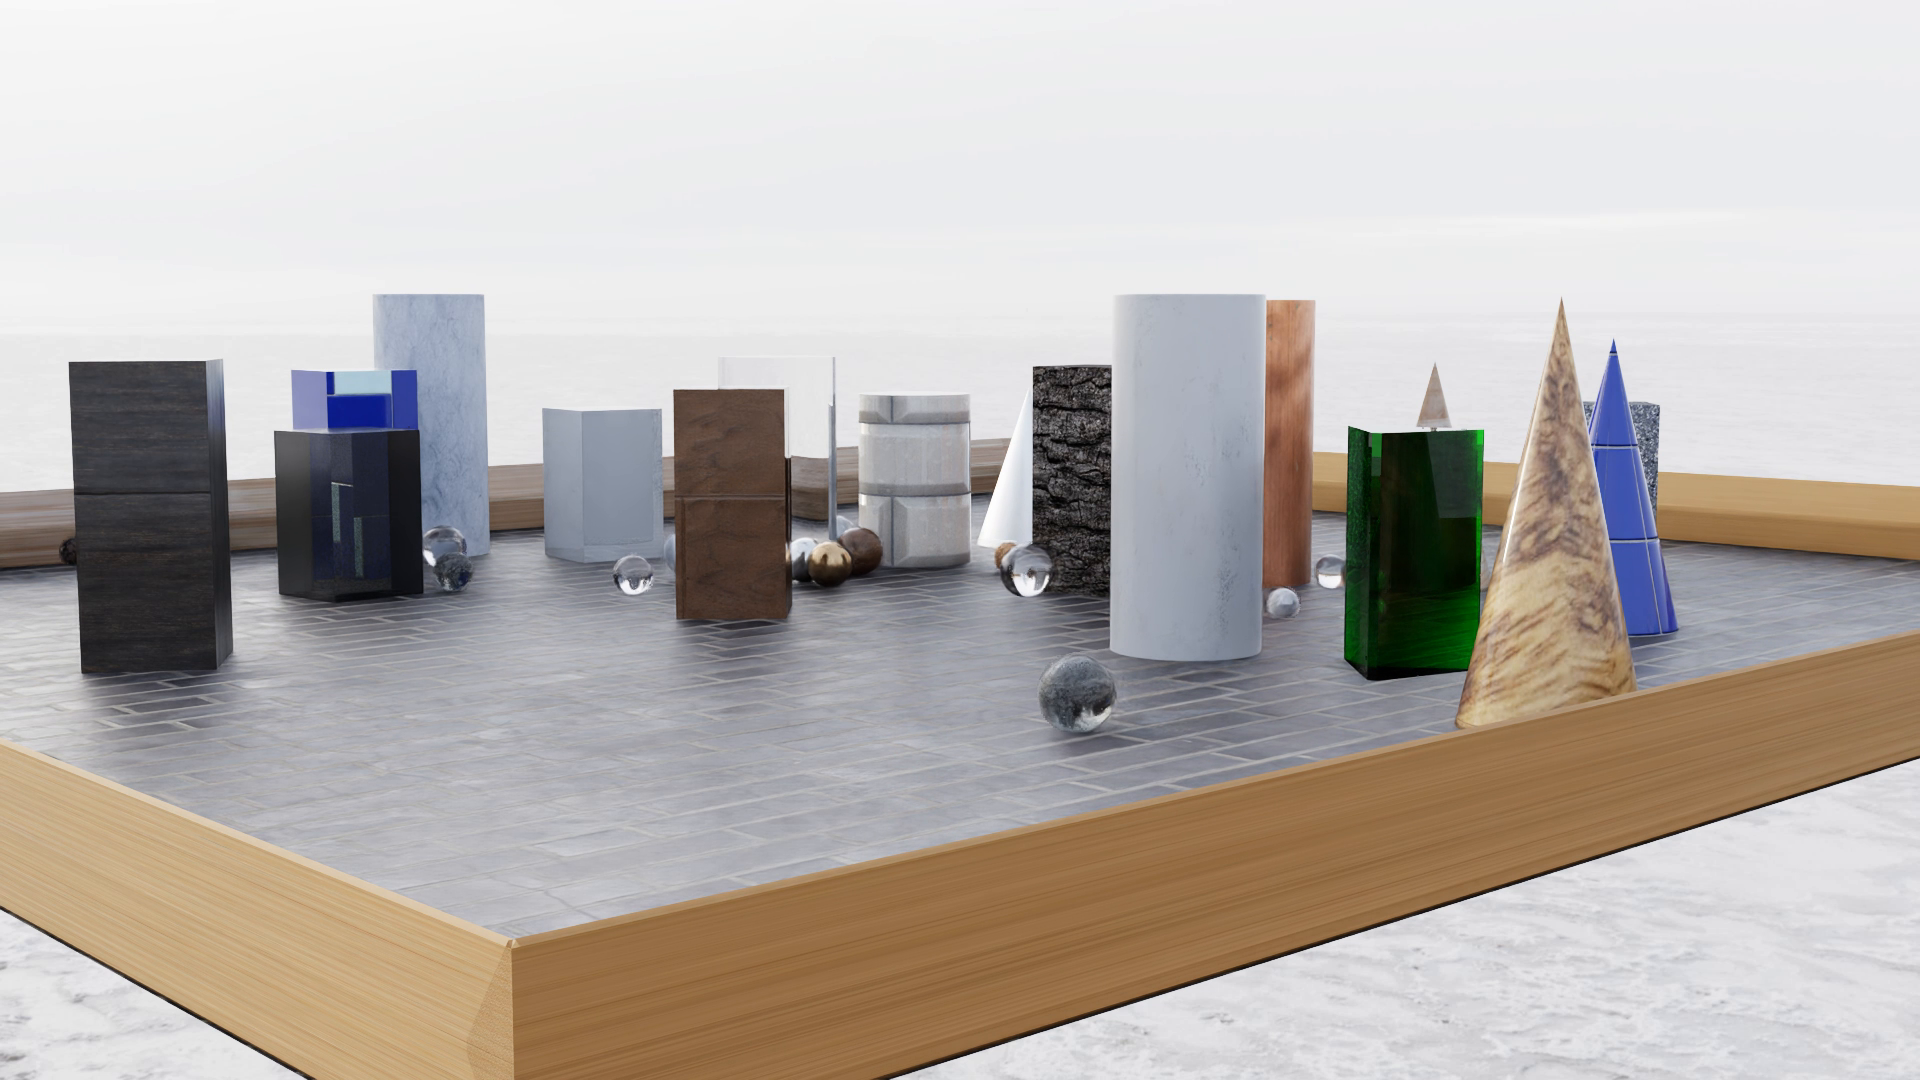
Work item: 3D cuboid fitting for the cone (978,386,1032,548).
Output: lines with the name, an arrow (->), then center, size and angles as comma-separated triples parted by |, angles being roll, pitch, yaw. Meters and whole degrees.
cone -> 0.132, -0.143, 4.213 | 0.200, 0.302, 0.200 | 0, 6, 0

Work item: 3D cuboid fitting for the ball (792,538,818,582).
ball -> -0.255, 0.034, 3.616 | 0.073, 0.073, 0.073 | 0, 6, 0

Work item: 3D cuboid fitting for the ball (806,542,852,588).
ball -> -0.211, 0.040, 3.556 | 0.073, 0.073, 0.073 | 0, 6, 0

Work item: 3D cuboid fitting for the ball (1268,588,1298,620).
ball -> 0.468, 0.093, 3.186 | 0.045, 0.045, 0.045 | 0, 6, 0

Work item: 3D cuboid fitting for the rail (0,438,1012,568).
rail -> -0.998, -0.078, 4.407 | 3.368, 0.130, 0.045 | -5, 8, -42

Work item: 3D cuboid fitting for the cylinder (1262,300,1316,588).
cylinder -> 0.482, -0.163, 3.629 | 0.200, 0.462, 0.200 | 0, 6, 0

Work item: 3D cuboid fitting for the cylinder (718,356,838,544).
cylinder -> -0.309, -0.127, 3.733 | 0.200, 0.368, 0.200 | 0, 6, 0

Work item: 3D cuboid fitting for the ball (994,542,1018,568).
ball -> 0.084, 0.030, 3.756 | 0.052, 0.052, 0.052 | 0, 6, 0

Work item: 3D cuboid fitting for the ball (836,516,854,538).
ball -> -0.222, 0.000, 3.868 | 0.087, 0.087, 0.087 | 0, 6, 0

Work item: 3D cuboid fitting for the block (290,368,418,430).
block -> -1.040, -0.121, 3.789 | 0.160, 0.344, 0.160 | -5, 7, -37

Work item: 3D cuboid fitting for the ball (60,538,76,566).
ball -> -1.556, 0.020, 3.866 | 0.048, 0.048, 0.048 | 0, 6, 0

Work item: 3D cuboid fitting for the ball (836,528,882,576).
ball -> -0.172, 0.019, 3.718 | 0.081, 0.081, 0.081 | 0, 6, 0

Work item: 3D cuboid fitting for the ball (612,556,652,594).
ball -> -0.516, 0.055, 3.463 | 0.062, 0.062, 0.062 | 0, 6, 0

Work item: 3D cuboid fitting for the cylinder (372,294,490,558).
cylinder -> -0.970, -0.213, 4.041 | 0.200, 0.475, 0.200 | 0, 6, 0

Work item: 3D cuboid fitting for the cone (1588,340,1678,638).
cone -> 0.913, -0.081, 3.092 | 0.200, 0.409, 0.200 | 0, 6, 0

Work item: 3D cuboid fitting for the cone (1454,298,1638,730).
cone -> 0.633, -0.029, 2.337 | 0.200, 0.462, 0.200 | 0, 6, 0

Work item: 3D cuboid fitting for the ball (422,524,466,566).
ball -> -0.894, 0.012, 3.808 | 0.077, 0.077, 0.077 | 0, 6, 0

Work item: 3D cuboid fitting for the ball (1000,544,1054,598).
ball -> 0.103, 0.048, 3.432 | 0.084, 0.084, 0.084 | 0, 6, 0

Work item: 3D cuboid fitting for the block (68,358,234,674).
block -> -1.021, -0.036, 2.785 | 0.160, 0.384, 0.160 | -1, 6, -11

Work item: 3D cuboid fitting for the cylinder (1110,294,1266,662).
cylinder -> 0.298, -0.087, 2.882 | 0.200, 0.466, 0.200 | 0, 6, 0

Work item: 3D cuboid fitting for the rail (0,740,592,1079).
rail -> -1.220, 0.150, 2.212 | 0.045, 0.130, 2.990 | -5, 8, -42

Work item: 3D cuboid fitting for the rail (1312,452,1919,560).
rail -> 1.220, -0.083, 4.452 | 0.045, 0.130, 2.990 | -5, 8, -42

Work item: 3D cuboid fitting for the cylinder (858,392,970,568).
cylinder -> -0.080, -0.111, 3.910 | 0.200, 0.300, 0.200 | 0, 6, 0

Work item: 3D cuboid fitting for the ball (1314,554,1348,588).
ball -> 0.598, 0.051, 3.537 | 0.055, 0.055, 0.055 | 0, 6, 0

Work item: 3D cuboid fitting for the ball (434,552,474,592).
ball -> -0.809, 0.050, 3.508 | 0.062, 0.062, 0.062 | 0, 6, 0

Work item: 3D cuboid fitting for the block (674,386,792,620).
block -> -0.334, -0.059, 3.253 | 0.160, 0.333, 0.160 | 0, 6, -1

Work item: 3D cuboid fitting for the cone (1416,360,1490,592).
cone -> 0.764, -0.107, 3.556 | 0.200, 0.366, 0.200 | 0, 6, 0

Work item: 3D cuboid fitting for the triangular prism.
triangular prism -> 0.535, 0.010, 2.749 | 0.173, 0.300, 0.150 | -3, 7, -30

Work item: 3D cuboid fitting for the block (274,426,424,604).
block -> -0.962, -0.044, 3.461 | 0.160, 0.259, 0.160 | 5, 8, 42

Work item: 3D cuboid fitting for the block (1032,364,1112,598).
block -> 0.226, -0.099, 3.513 | 0.160, 0.358, 0.160 | 4, 7, 36

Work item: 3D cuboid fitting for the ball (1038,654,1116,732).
ball -> 0.124, 0.163, 2.330 | 0.082, 0.082, 0.082 | 0, 6, 0

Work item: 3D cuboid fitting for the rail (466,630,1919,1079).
rail -> 0.998, 0.146, 2.256 | 3.368, 0.130, 0.045 | -5, 8, -42

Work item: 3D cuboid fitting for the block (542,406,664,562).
block -> -0.649, -0.105, 3.998 | 0.160, 0.269, 0.160 | -4, 7, -36

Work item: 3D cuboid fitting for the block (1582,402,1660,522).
block -> 1.106, -0.092, 3.791 | 0.160, 0.287, 0.160 | 1, 6, 8

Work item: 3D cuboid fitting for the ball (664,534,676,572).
ball -> -0.462, 0.021, 3.717 | 0.077, 0.077, 0.077 | 0, 6, 0
